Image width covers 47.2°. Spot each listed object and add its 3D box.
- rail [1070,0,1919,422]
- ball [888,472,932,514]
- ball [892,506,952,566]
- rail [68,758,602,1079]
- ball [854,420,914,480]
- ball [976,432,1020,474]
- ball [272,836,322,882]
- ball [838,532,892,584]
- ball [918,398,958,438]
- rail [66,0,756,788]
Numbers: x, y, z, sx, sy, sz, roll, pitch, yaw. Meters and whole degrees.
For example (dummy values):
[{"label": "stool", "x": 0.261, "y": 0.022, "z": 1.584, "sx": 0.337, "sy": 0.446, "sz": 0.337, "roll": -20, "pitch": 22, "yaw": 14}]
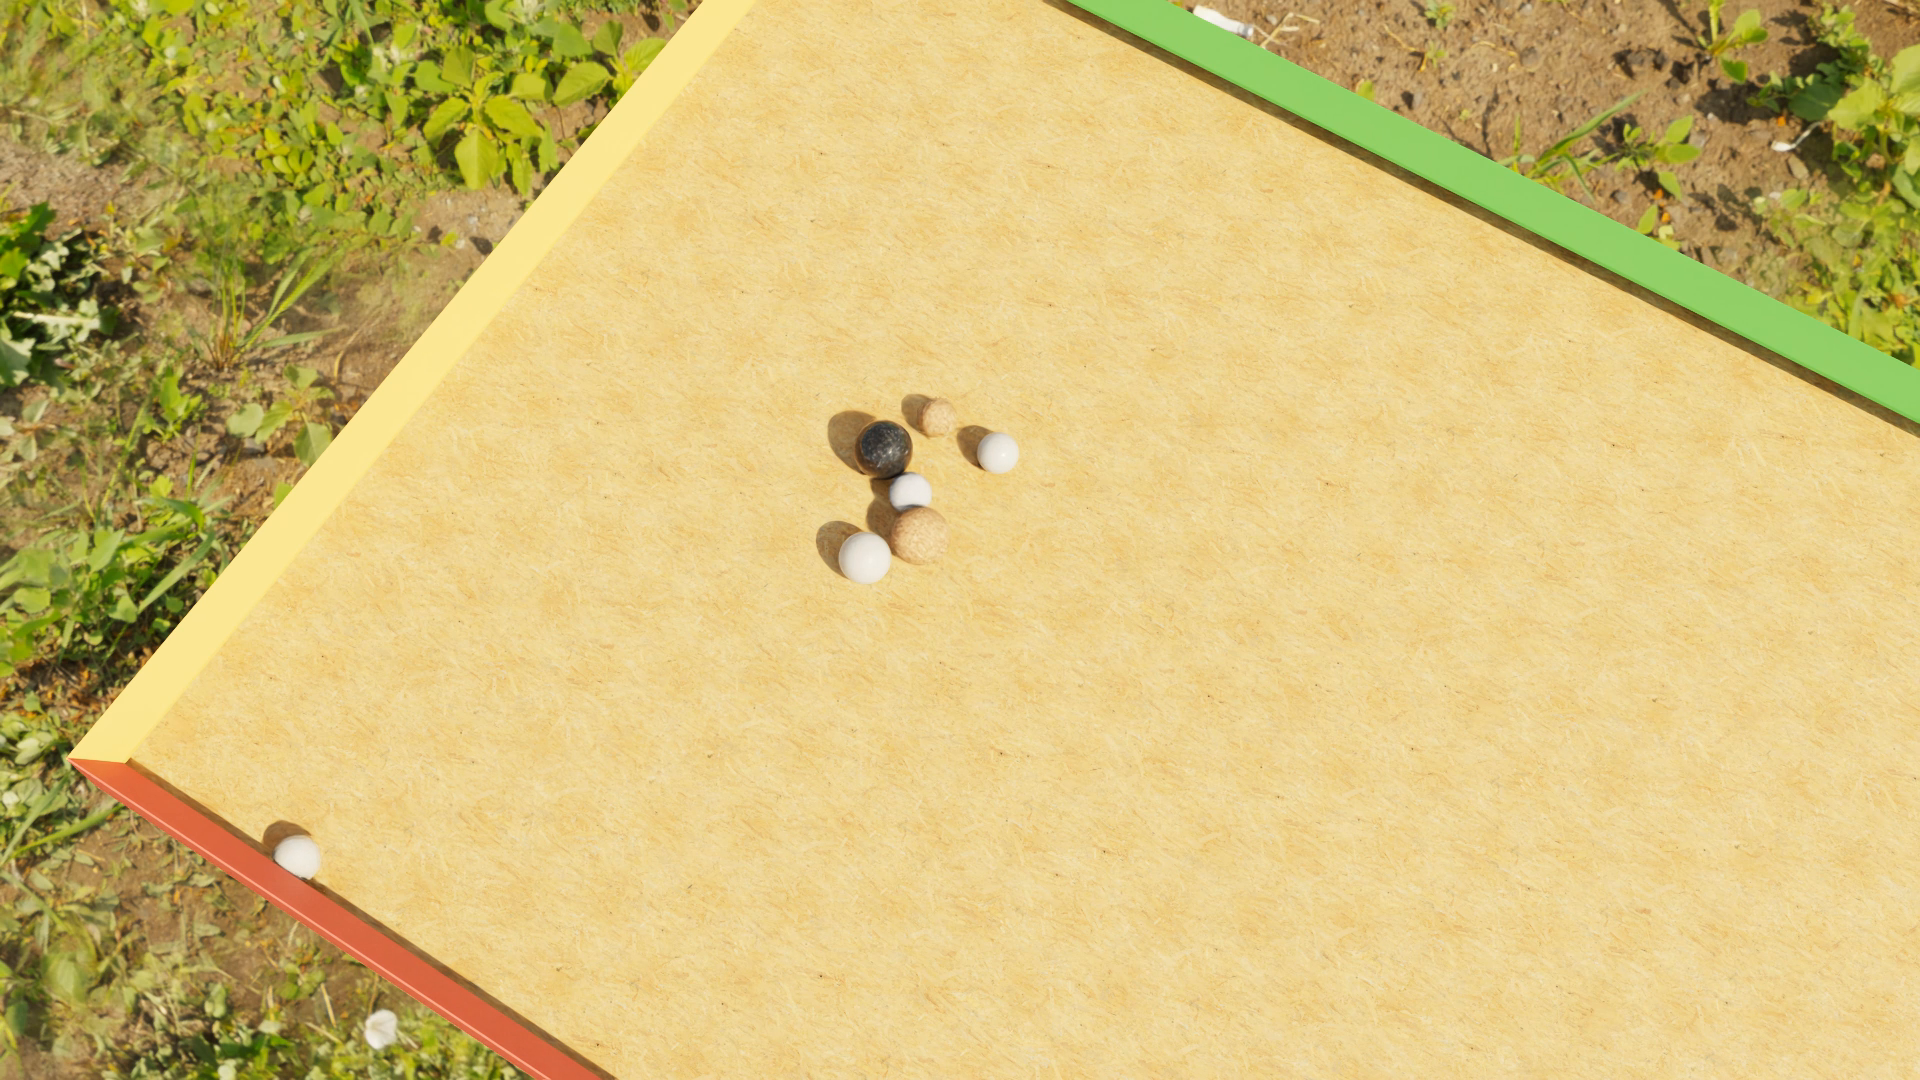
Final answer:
[{"label": "rail", "x": 1.335, "y": -0.359, "z": 3.701, "sx": 3.709, "sy": 0.129, "sz": 0.045, "roll": 30, "pitch": 68, "yaw": 13}, {"label": "ball", "x": -0.081, "y": -0.075, "z": 3.602, "sx": 0.072, "sy": 0.072, "sz": 0.072, "roll": 0, "pitch": 65, "yaw": 0}, {"label": "ball", "x": -0.063, "y": -0.006, "z": 3.556, "sx": 0.096, "sy": 0.096, "sz": 0.096, "roll": 0, "pitch": 65, "yaw": 0}, {"label": "rail", "x": 0.237, "y": 1.230, "z": 2.961, "sx": 3.709, "sy": 0.129, "sz": 0.045, "roll": 30, "pitch": 68, "yaw": 13}, {"label": "ball", "x": -0.126, "y": -0.149, "z": 3.620, "sx": 0.100, "sy": 0.100, "sz": 0.100, "roll": 0, "pitch": 65, "yaw": 0}, {"label": "ball", "x": 0.063, "y": -0.144, "z": 3.634, "sx": 0.070, "sy": 0.070, "sz": 0.070, "roll": 0, "pitch": 65, "yaw": 0}, {"label": "ball", "x": -1.007, "y": 0.485, "z": 3.341, "sx": 0.072, "sy": 0.072, "sz": 0.072, "roll": 0, "pitch": 65, "yaw": 0}, {"label": "ball", "x": -0.153, "y": 0.029, "z": 3.545, "sx": 0.086, "sy": 0.086, "sz": 0.086, "roll": 0, "pitch": 65, "yaw": 0}, {"label": "ball", "x": -0.037, "y": -0.203, "z": 3.664, "sx": 0.066, "sy": 0.066, "sz": 0.066, "roll": 0, "pitch": 65, "yaw": 0}, {"label": "rail", "x": -0.766, "y": -0.445, "z": 3.741, "sx": 0.045, "sy": 0.129, "sz": 2.115, "roll": 30, "pitch": 68, "yaw": 13}]
